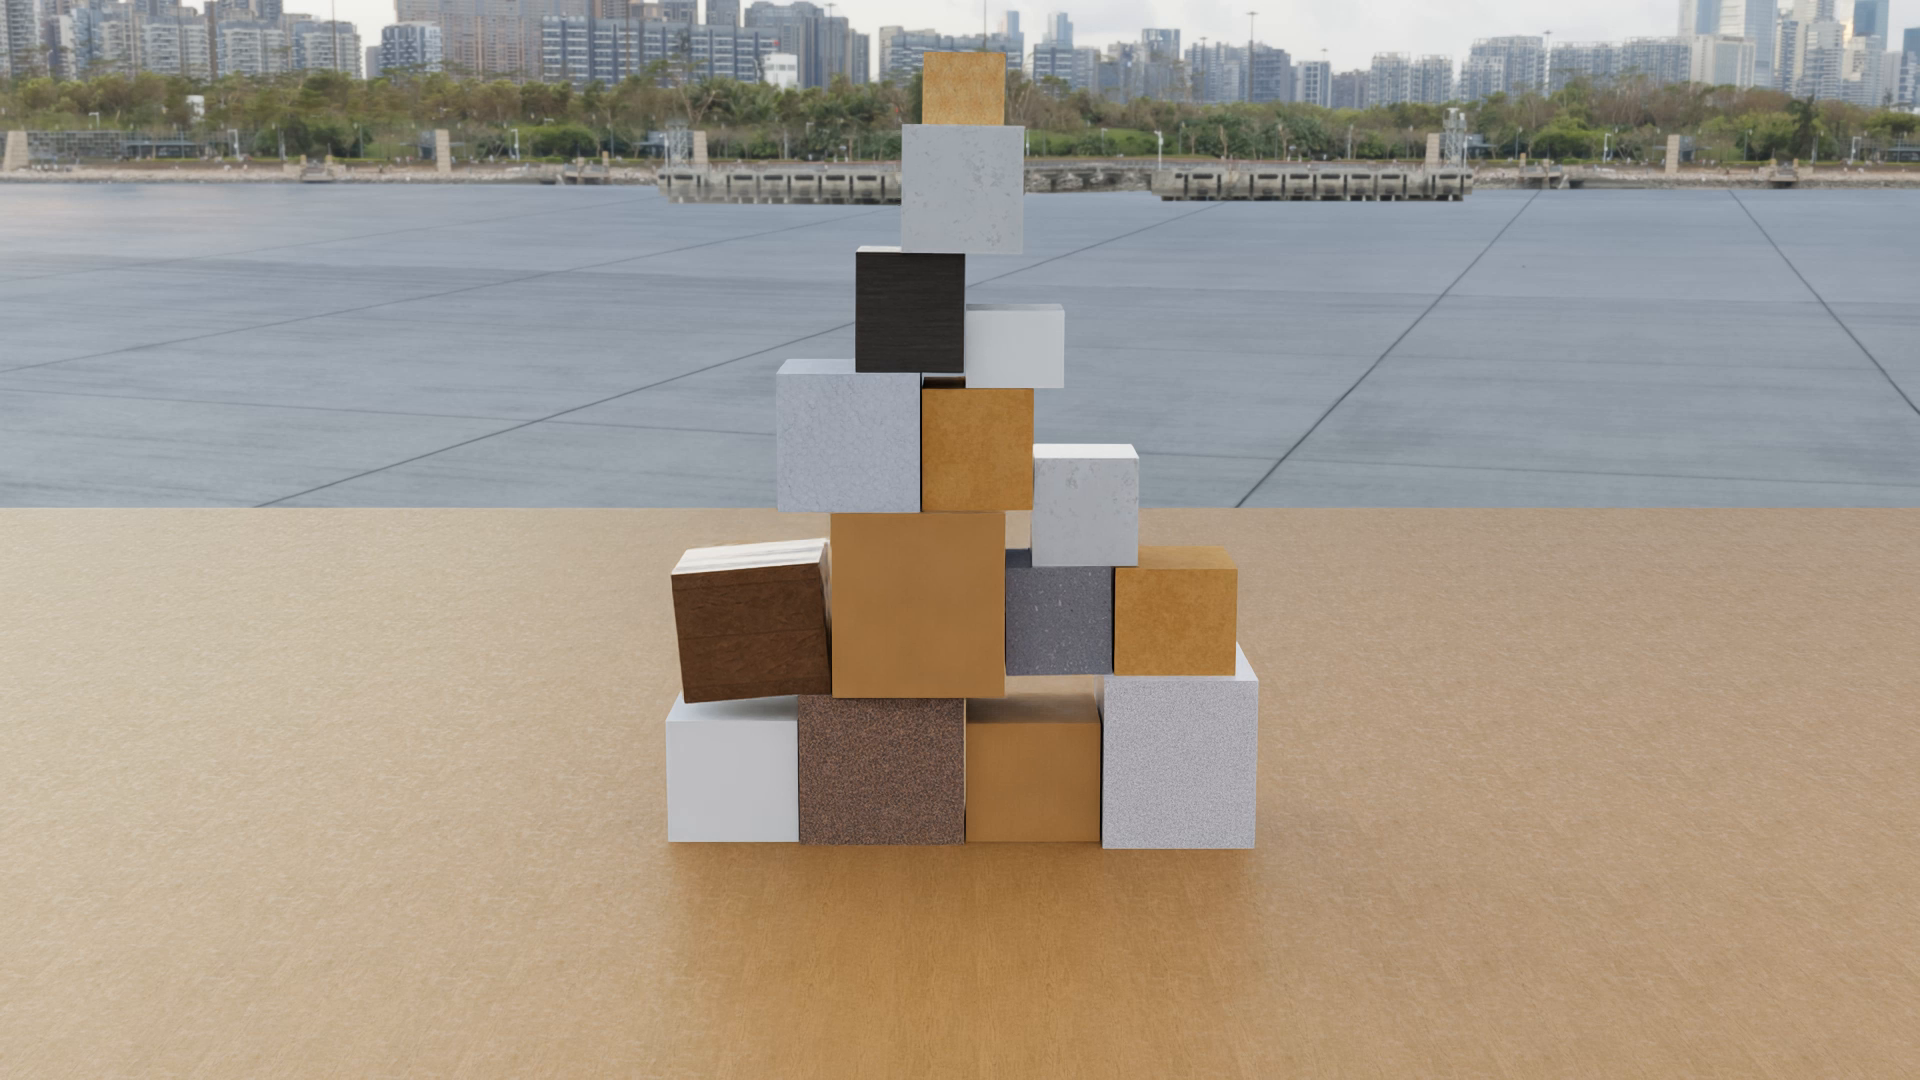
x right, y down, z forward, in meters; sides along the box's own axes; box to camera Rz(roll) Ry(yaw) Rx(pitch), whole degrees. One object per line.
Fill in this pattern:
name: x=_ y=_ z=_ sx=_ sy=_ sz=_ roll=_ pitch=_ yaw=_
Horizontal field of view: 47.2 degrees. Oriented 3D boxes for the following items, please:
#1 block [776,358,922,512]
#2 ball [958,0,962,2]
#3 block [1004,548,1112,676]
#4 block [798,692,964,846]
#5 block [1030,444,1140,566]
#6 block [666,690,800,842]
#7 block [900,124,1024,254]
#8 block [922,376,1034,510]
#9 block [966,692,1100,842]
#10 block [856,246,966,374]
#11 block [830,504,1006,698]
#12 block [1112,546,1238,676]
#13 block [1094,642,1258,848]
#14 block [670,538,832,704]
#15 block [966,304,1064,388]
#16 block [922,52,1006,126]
block: x=-0.545 y=-0.537 z=11.094 sx=0.698 sy=0.683 sz=0.739 roll=0 pitch=10 yaw=0
ball: x=0.000 y=-4.641 z=15.576 sx=1.600 sy=1.600 sz=1.600 roll=0 pitch=10 yaw=0
block: x=0.492 y=0.359 z=11.233 sx=0.530 sy=0.550 sz=0.534 roll=-1 pitch=10 yaw=0
block: x=-0.393 y=1.092 z=11.387 sx=0.827 sy=0.777 sz=0.728 roll=0 pitch=10 yaw=0
block: x=0.622 y=-0.182 z=11.133 sx=0.523 sy=0.542 sz=0.506 roll=0 pitch=10 yaw=0
block: x=-1.148 y=1.165 z=11.399 sx=0.663 sy=0.630 sz=0.617 roll=0 pitch=10 yaw=0
block: x=0.012 y=-1.737 z=10.852 sx=0.584 sy=0.607 sz=0.693 roll=1 pitch=10 yaw=0
block: x=0.087 y=-0.494 z=11.088 sx=0.546 sy=0.600 sz=0.582 roll=0 pitch=10 yaw=0
block: x=0.369 y=1.169 z=11.410 sx=0.677 sy=0.617 sz=0.628 roll=0 pitch=10 yaw=0
block: x=-0.242 y=-1.155 z=10.957 sx=0.528 sy=0.582 sz=0.579 roll=1 pitch=10 yaw=0
block: x=-0.206 y=0.258 z=11.218 sx=0.855 sy=0.925 sz=0.787 roll=0 pitch=10 yaw=0
block: x=1.074 y=0.354 z=11.259 sx=0.605 sy=0.542 sz=0.636 roll=0 pitch=10 yaw=0
block: x=1.098 y=1.047 z=11.388 sx=0.762 sy=0.866 sz=0.861 roll=0 pitch=10 yaw=0
block: x=-1.037 y=0.404 z=11.253 sx=0.734 sy=0.662 sz=0.675 roll=-5 pitch=10 yaw=1
block: x=0.269 y=-0.974 z=10.988 sx=0.483 sy=0.380 sz=0.452 roll=0 pitch=10 yaw=0
block: x=0.019 y=-2.205 z=10.770 sx=0.395 sy=0.343 sz=0.377 roll=1 pitch=10 yaw=0
